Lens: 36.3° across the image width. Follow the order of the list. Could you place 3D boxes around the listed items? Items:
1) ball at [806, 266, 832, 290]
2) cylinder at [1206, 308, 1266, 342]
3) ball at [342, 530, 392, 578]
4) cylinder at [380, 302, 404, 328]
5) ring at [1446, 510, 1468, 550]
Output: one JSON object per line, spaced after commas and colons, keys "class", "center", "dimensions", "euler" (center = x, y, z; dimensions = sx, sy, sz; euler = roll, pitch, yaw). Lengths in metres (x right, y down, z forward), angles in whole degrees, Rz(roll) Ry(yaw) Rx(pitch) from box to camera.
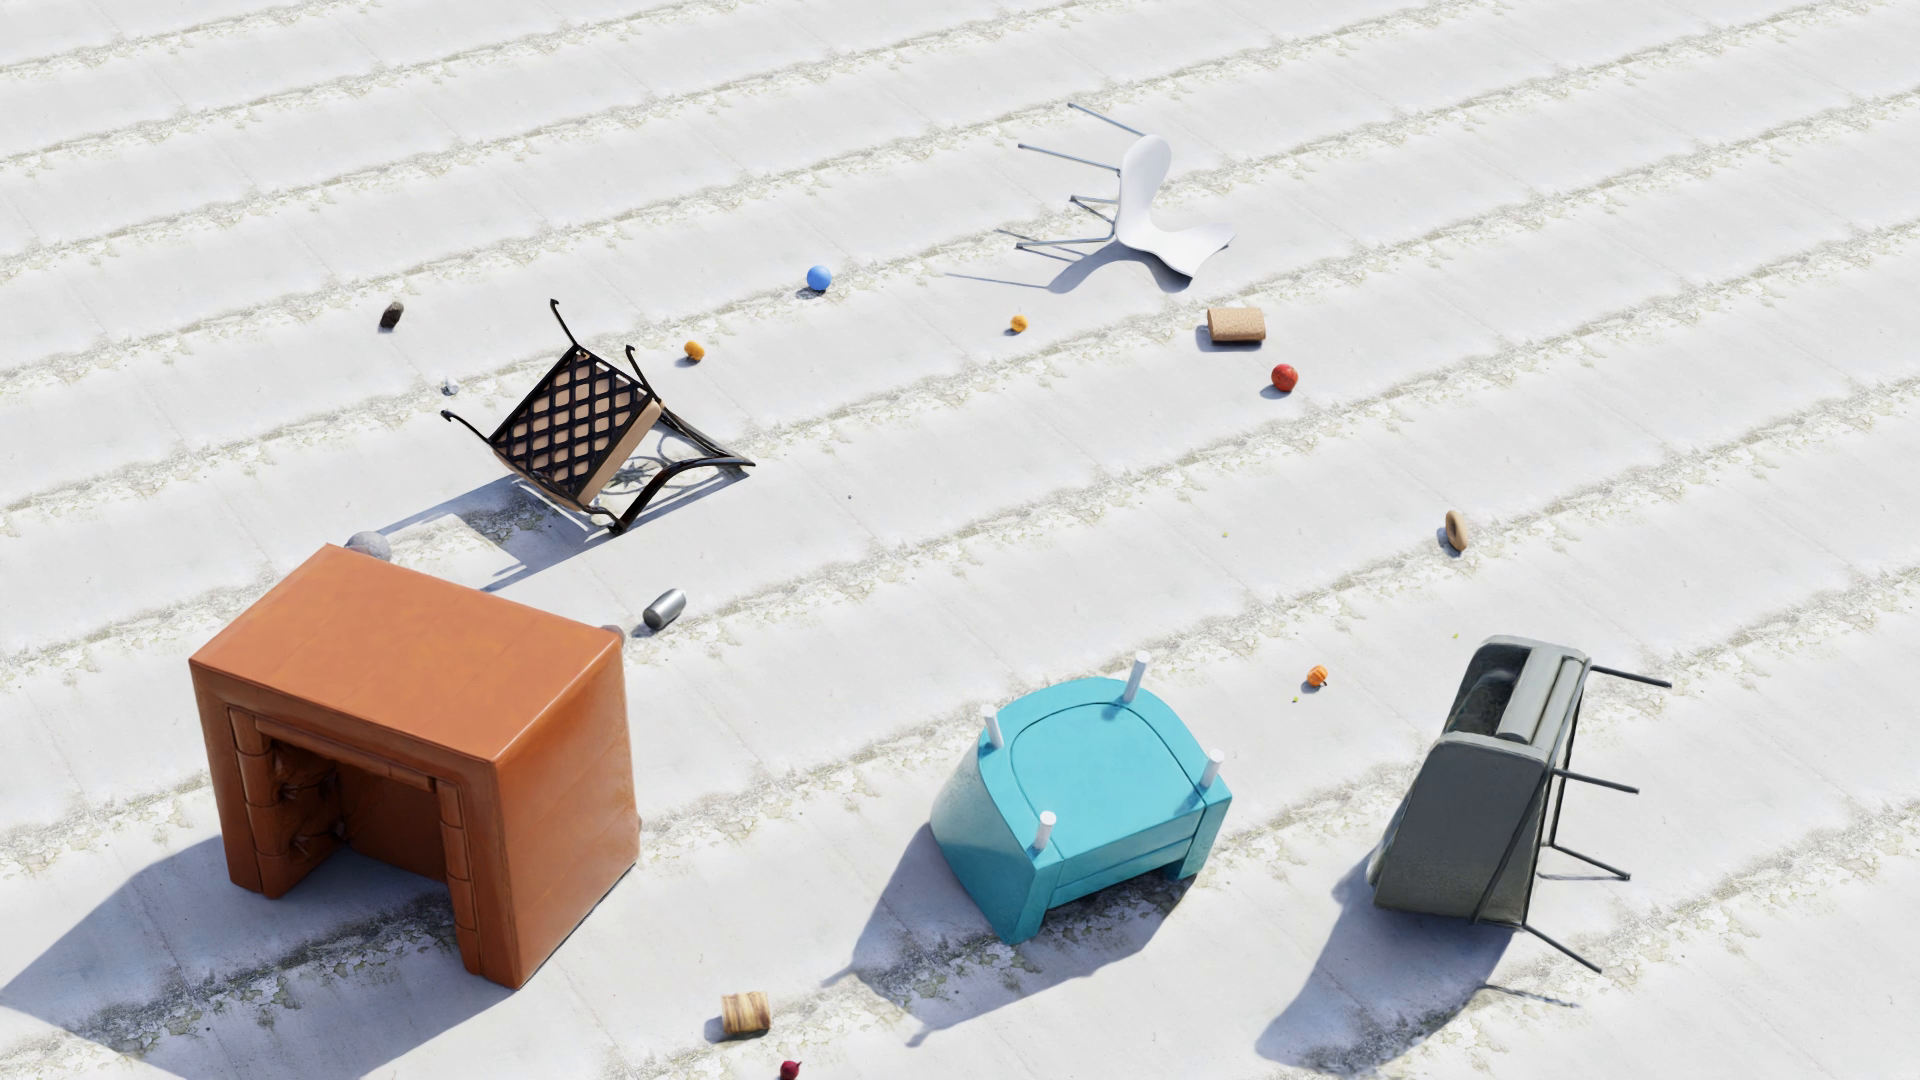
{"class": "ball", "center": [-0.603, -1.121, 12.547], "dimensions": [0.109, 0.109, 0.109], "euler": [0, 33, 0]}
{"class": "cylinder", "center": [1.151, -0.899, 12.223], "dimensions": [0.217, 0.094, 0.235], "euler": [-1, 31, -2]}
{"class": "ball", "center": [-2.163, 0.054, 10.703], "dimensions": [0.176, 0.176, 0.176], "euler": [0, 33, 0]}
{"class": "cylinder", "center": [-2.380, -0.943, 12.290], "dimensions": [0.062, 0.116, 0.061], "euler": [40, 26, -21]}
{"class": "ring", "center": [1.850, -0.037, 10.924], "dimensions": [0.045, 0.089, 0.221], "euler": [13, 36, -16]}
